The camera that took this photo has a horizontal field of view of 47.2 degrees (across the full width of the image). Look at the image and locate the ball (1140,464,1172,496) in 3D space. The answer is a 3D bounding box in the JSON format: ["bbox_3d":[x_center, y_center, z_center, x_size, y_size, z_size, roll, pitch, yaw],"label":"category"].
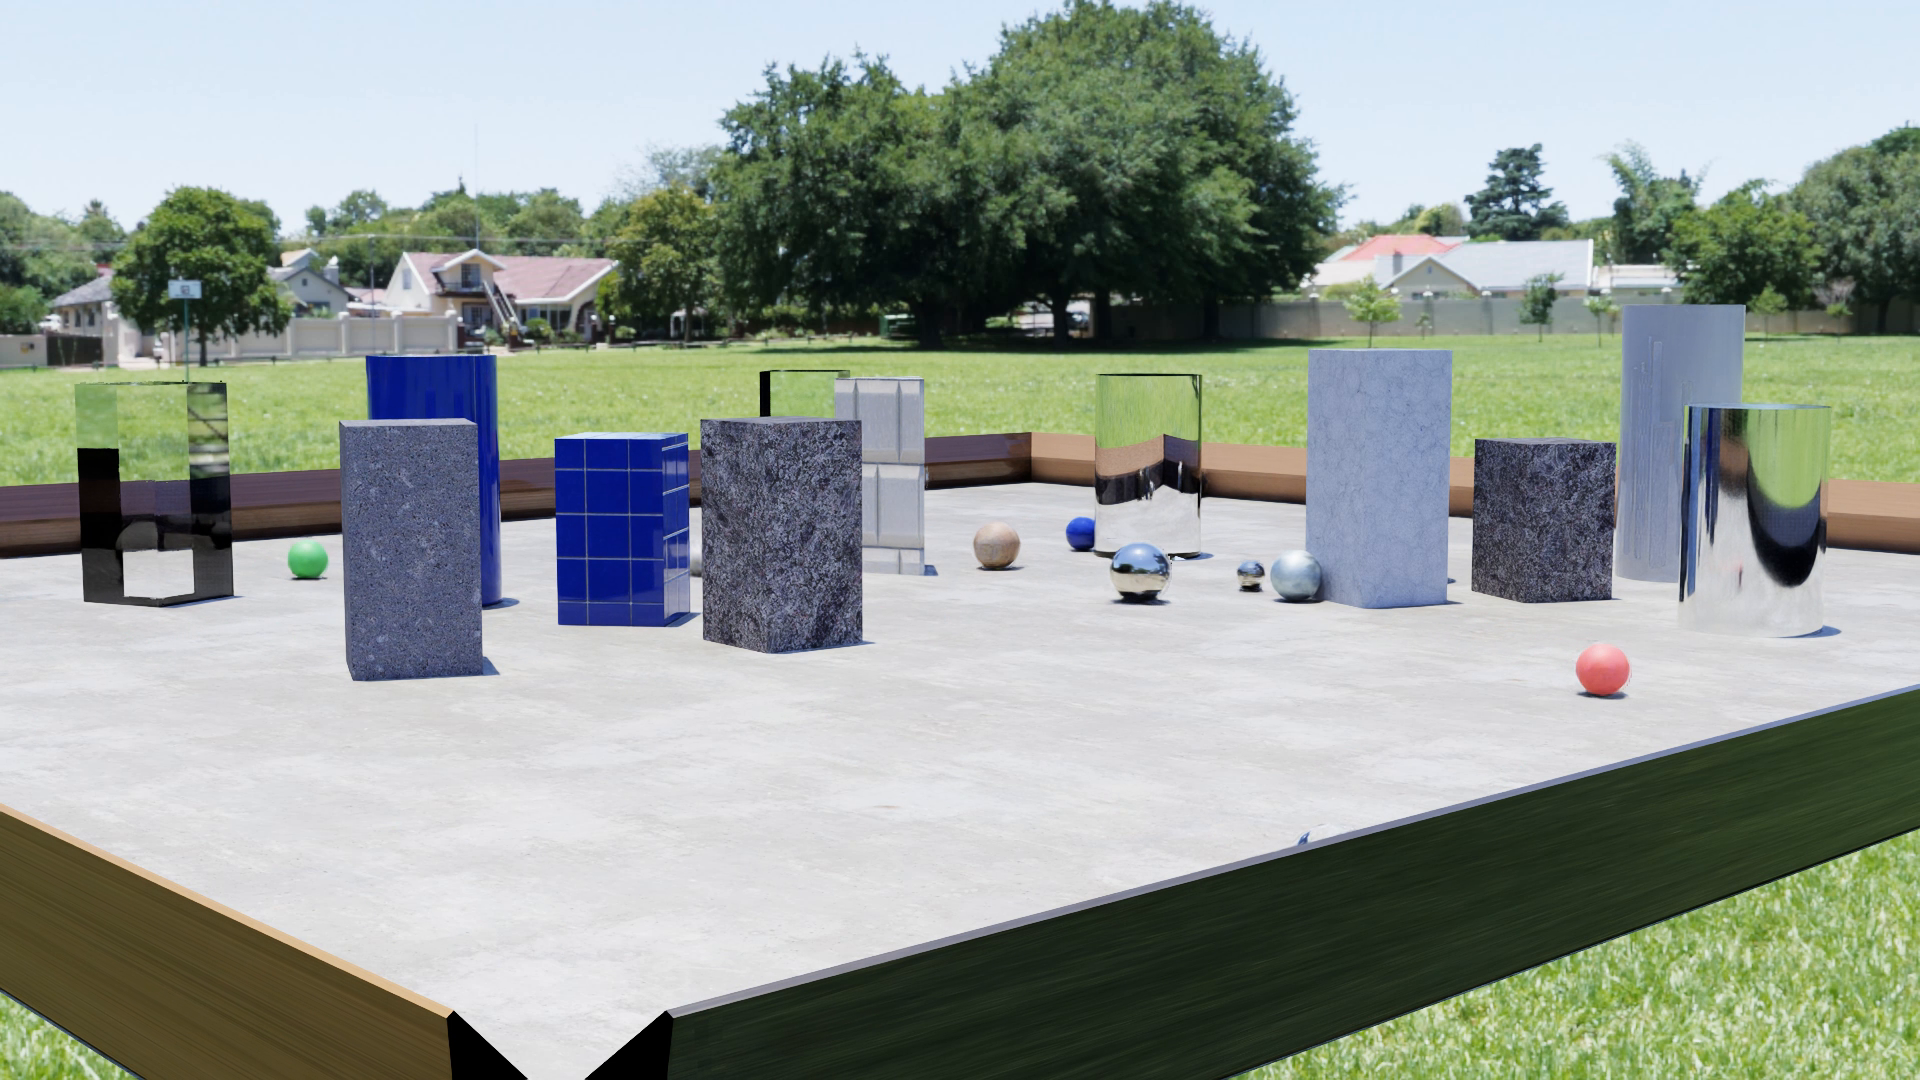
[{"bbox_3d":[0.466,-0.143,5.232,0.078,0.078,0.078,0,6,0],"label":"ball"}]

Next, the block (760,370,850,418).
[{"bbox_3d":[-0.308,-0.177,4.400,0.154,0.322,0.154,1,6,7],"label":"block"}]

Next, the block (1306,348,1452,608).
[{"bbox_3d":[0.637,-0.099,3.358,0.154,0.383,0.154,-3,7,-24],"label":"block"}]

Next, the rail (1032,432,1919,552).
[{"bbox_3d":[1.274,-0.090,4.501,0.045,0.125,3.261,-6,8,-42],"label":"rail"}]

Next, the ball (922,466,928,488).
[{"bbox_3d":[-0.120,-0.152,5.318,0.080,0.080,0.080,0,6,0],"label":"ball"}]

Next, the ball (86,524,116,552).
[{"bbox_3d":[-1.573,-0.003,4.025,0.053,0.053,0.053,0,6,0],"label":"ball"}]

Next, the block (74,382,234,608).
[{"bbox_3d":[-1.233,-0.074,3.371,0.154,0.331,0.154,3,7,25],"label":"block"}]

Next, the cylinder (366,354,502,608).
[{"bbox_3d":[-0.793,-0.091,3.321,0.193,0.375,0.193,0,6,0],"label":"cylinder"}]

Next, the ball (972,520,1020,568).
[{"bbox_3d":[0.063,0.008,3.777,0.083,0.083,0.083,0,6,0],"label":"ball"}]

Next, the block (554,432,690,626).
[{"bbox_3d":[-0.482,-0.018,3.159,0.154,0.264,0.154,1,6,7],"label":"block"}]

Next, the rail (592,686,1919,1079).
[{"bbox_3d":[1.090,0.156,2.158,3.515,0.125,0.045,-6,8,-42],"label":"rail"}]

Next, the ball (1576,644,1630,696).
[{"bbox_3d":[0.743,0.149,2.543,0.060,0.060,0.060,0,6,0],"label":"ball"}]

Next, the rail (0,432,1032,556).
[{"bbox_3d":[-1.090,-0.091,4.506,3.515,0.125,0.045,-6,8,-42],"label":"rail"}]

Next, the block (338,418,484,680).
[{"bbox_3d":[-0.680,0.007,2.721,0.154,0.306,0.154,-2,6,-18],"label":"block"}]

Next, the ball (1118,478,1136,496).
[{"bbox_3d":[0.398,-0.127,5.250,0.043,0.043,0.043,0,6,0],"label":"ball"}]

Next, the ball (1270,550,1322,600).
[{"bbox_3d":[0.514,0.054,3.362,0.079,0.079,0.079,0,6,0],"label":"ball"}]

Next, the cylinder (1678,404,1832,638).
[{"bbox_3d":[1.106,-0.032,3.067,0.193,0.310,0.193,0,6,0],"label":"cylinder"}]

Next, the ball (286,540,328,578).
[{"bbox_3d":[-1.080,0.032,3.638,0.065,0.065,0.065,0,6,0],"label":"ball"}]

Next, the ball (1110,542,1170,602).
[{"bbox_3d":[0.274,0.049,3.349,0.092,0.092,0.092,0,6,0],"label":"ball"}]

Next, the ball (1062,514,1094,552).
[{"bbox_3d":[0.225,-0.012,4.059,0.073,0.073,0.073,0,6,0],"label":"ball"}]

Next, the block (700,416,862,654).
[{"bbox_3d":[-0.239,-0.012,2.941,0.154,0.298,0.154,-5,8,-39],"label":"block"}]

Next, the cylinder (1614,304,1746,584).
[{"bbox_3d":[1.194,-0.164,3.650,0.193,0.451,0.193,0,6,0],"label":"cylinder"}]

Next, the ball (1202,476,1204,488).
[{"bbox_3d":[0.547,-0.138,5.208,0.064,0.064,0.064,0,6,0],"label":"ball"}]

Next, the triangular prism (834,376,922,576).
[{"bbox_3d":[-0.107,-0.114,3.766,0.167,0.328,0.145,3,7,25],"label":"triangular prism"}]

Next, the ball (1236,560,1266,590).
[{"bbox_3d":[0.462,0.056,3.493,0.046,0.046,0.046,0,6,0],"label":"ball"}]

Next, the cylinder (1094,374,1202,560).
[{"bbox_3d":[0.340,-0.135,3.977,0.193,0.326,0.193,0,6,0],"label":"cylinder"}]

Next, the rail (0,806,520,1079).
[{"bbox_3d":[-1.274,0.155,2.163,0.045,0.125,3.261,-6,8,-42],"label":"rail"}]

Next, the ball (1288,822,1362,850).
[{"bbox_3d":[0.269,0.242,1.585,0.076,0.076,0.076,0,6,0],"label":"ball"}]

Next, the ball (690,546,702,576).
[{"bbox_3d":[-0.439,0.035,3.679,0.049,0.049,0.049,0,6,0],"label":"ball"}]

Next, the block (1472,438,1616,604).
[{"bbox_3d":[0.906,-0.034,3.421,0.154,0.241,0.154,-2,6,-17],"label":"block"}]
